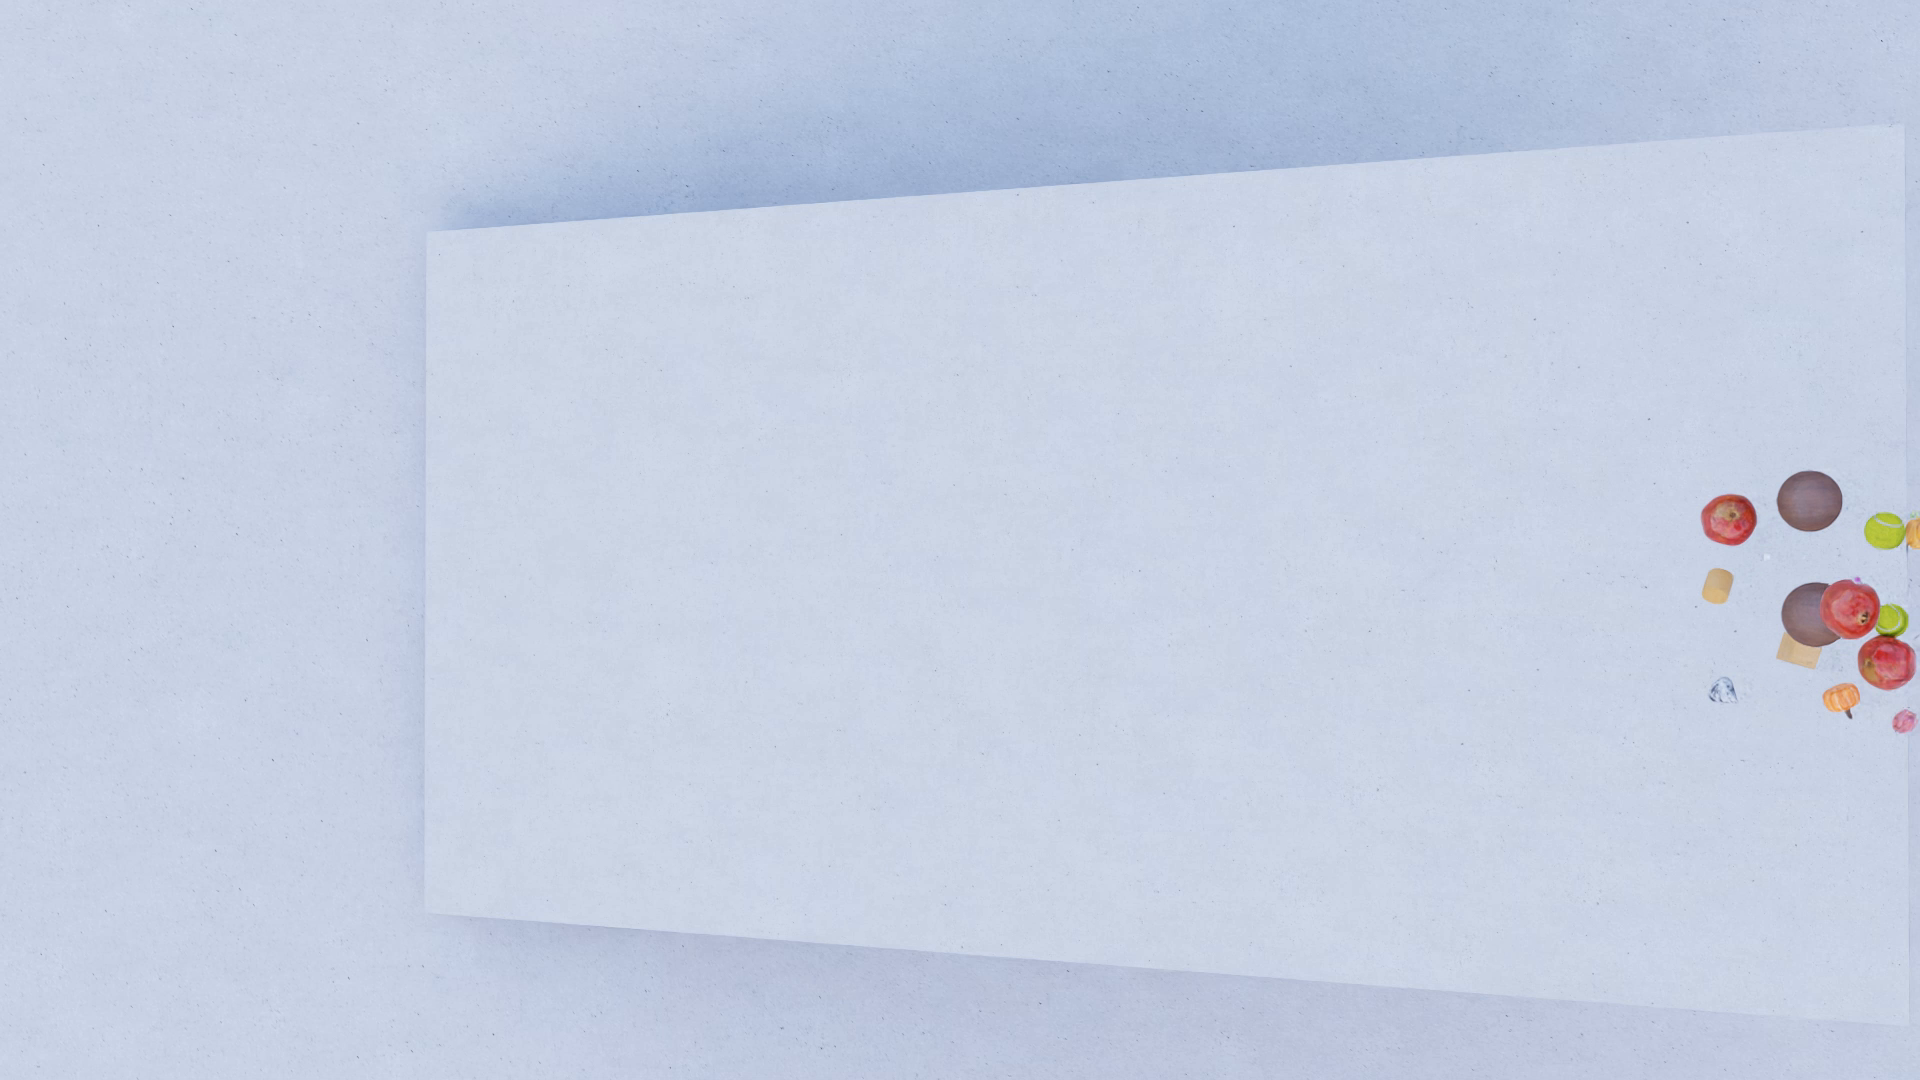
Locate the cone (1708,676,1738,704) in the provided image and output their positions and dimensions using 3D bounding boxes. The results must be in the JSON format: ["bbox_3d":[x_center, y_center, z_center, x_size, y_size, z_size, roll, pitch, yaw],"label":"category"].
[{"bbox_3d":[1.657,0.337,4.735,0.063,0.063,0.063,-10,119,-18],"label":"cone"}]

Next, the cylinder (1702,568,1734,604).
[{"bbox_3d":[1.631,0.100,4.734,0.055,0.055,0.055,29,59,0],"label":"cylinder"}]

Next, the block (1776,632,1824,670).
[{"bbox_3d":[1.821,0.240,4.768,0.062,0.062,0.062,16,92,-8],"label":"block"}]

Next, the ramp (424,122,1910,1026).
[{"bbox_3d":[0.283,0.084,5.711,4.000,0.100,2.000,0,89,23],"label":"ramp"}]
